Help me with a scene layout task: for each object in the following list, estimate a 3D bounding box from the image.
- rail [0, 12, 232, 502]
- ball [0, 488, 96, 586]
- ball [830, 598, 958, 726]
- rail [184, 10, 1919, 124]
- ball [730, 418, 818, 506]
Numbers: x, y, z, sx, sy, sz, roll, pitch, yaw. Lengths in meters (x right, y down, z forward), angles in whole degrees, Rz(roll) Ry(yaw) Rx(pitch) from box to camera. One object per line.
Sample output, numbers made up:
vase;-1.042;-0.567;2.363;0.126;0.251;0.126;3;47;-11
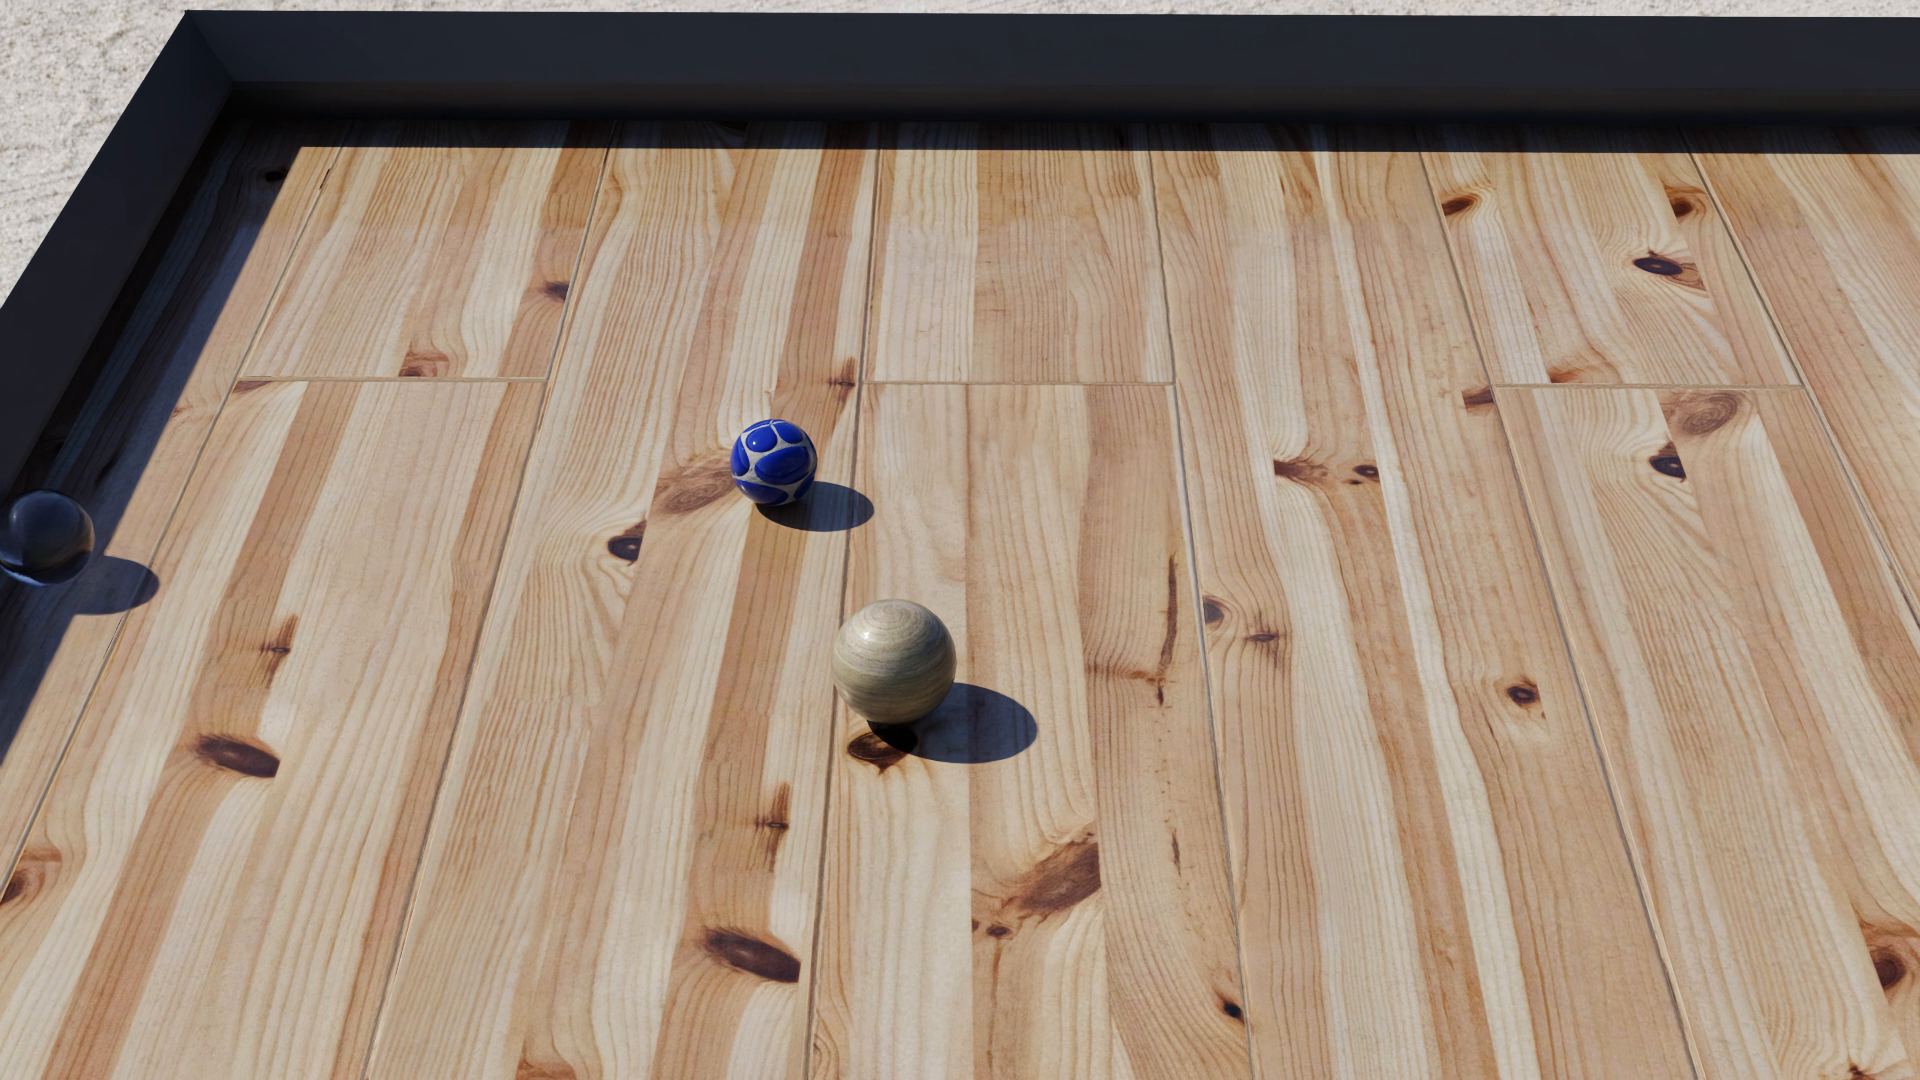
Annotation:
rail;-0.699;-0.021;1.801;0.045;0.108;1.470;0;35;0
ball;-0.647;-0.002;1.809;0.070;0.070;0.070;0;35;0
ball;-0.044;0.080;1.683;0.083;0.083;0.083;0;35;0
rail;0.730;-0.424;2.370;2.893;0.108;0.045;0;35;0
ball;-0.137;-0.057;1.891;0.065;0.065;0.065;0;35;0
